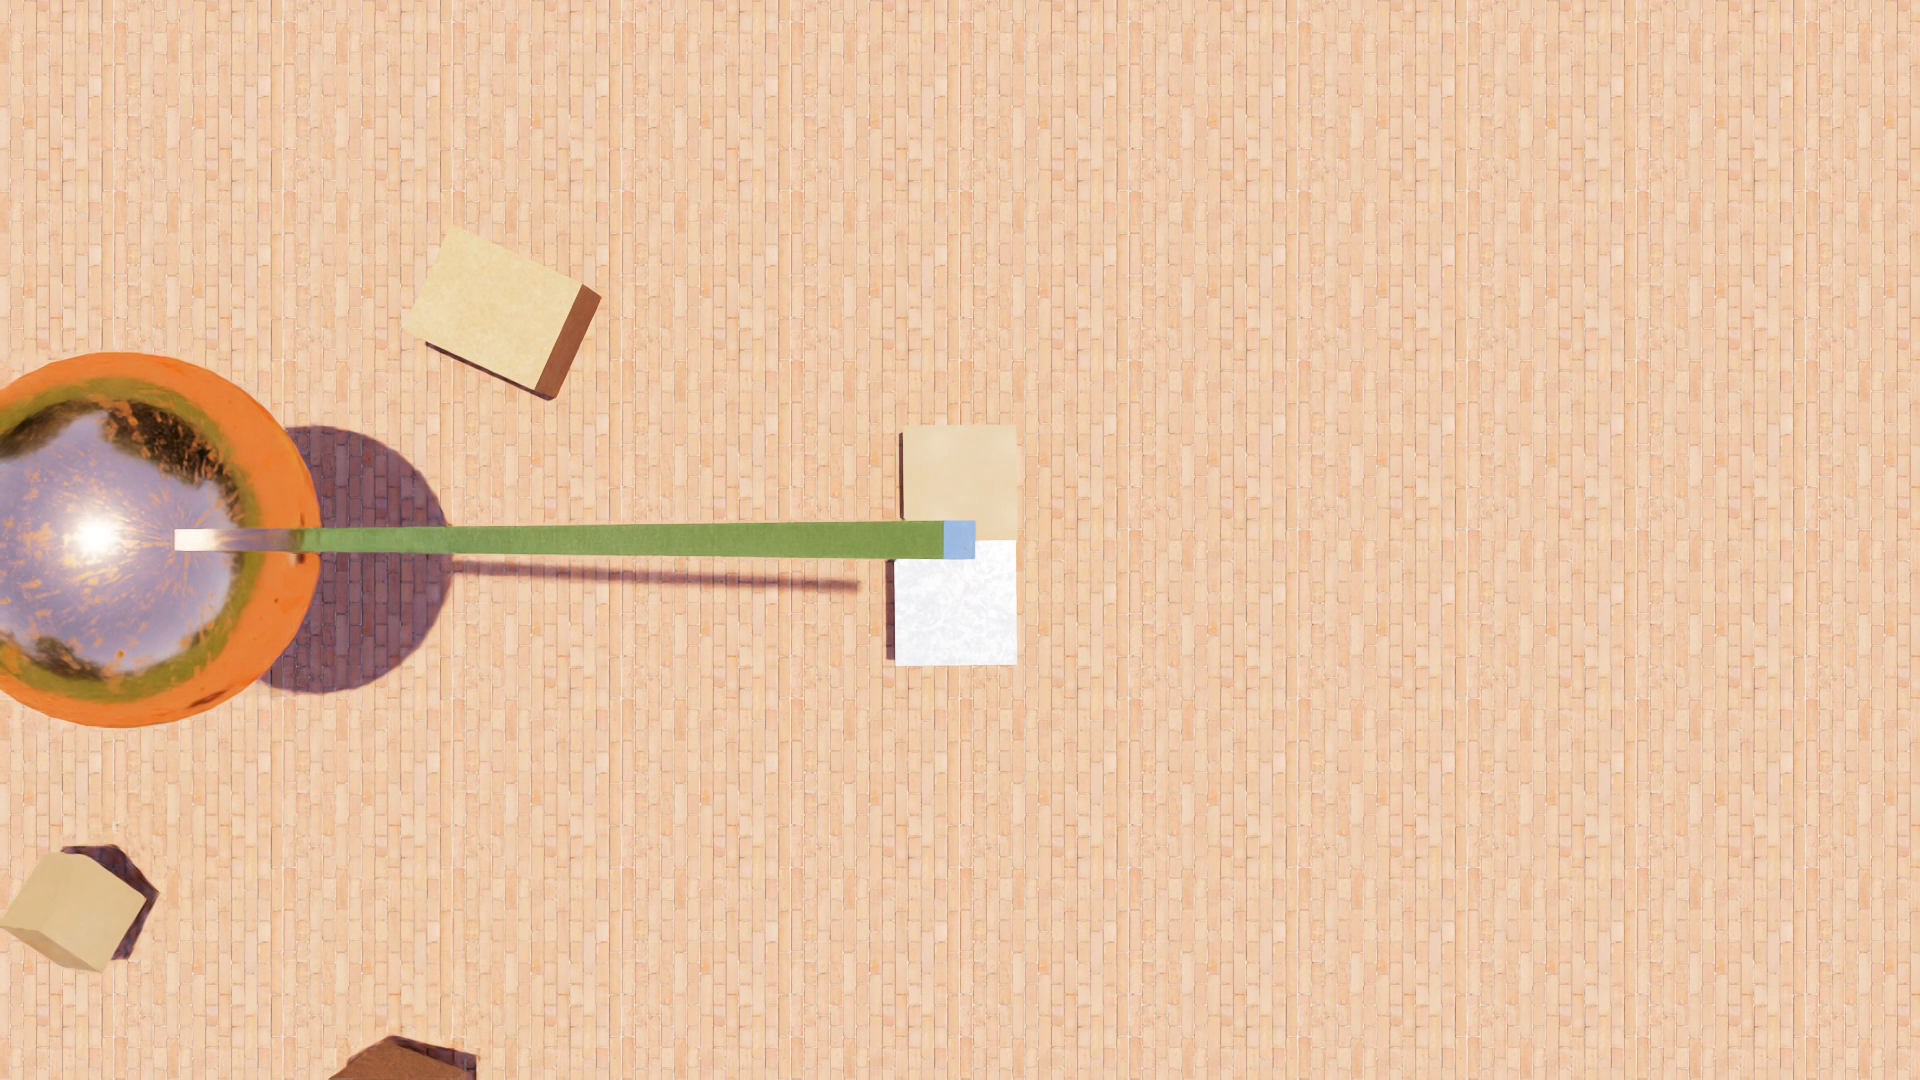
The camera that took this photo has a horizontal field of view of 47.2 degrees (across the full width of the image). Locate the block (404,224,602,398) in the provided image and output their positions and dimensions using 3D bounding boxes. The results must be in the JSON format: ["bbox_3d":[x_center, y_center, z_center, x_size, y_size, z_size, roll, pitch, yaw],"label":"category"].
[{"bbox_3d":[-2.617,-1.305,12.655,0.806,0.690,0.655,24,90,0],"label":"block"}]

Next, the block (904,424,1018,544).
[{"bbox_3d":[0.002,-0.312,12.715,0.641,0.570,0.674,-1,90,0],"label":"block"}]

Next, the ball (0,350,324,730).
[{"bbox_3d":[-3.534,0.000,9.335,1.600,1.600,1.600,0,90,0],"label":"ball"}]

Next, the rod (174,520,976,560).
[{"bbox_3d":[-1.531,0.000,6.587,0.080,5.200,0.080,0,90,-36],"label":"rod"}]

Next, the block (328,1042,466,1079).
[{"bbox_3d":[-3.224,3.338,12.558,0.591,0.524,0.627,12,110,23],"label":"block"}]

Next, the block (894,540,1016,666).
[{"bbox_3d":[-0.023,0.335,12.007,0.644,0.686,0.658,-1,90,0],"label":"block"}]

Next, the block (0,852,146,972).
[{"bbox_3d":[-5.078,2.129,12.597,0.410,0.480,0.487,-2,51,36],"label":"block"}]
